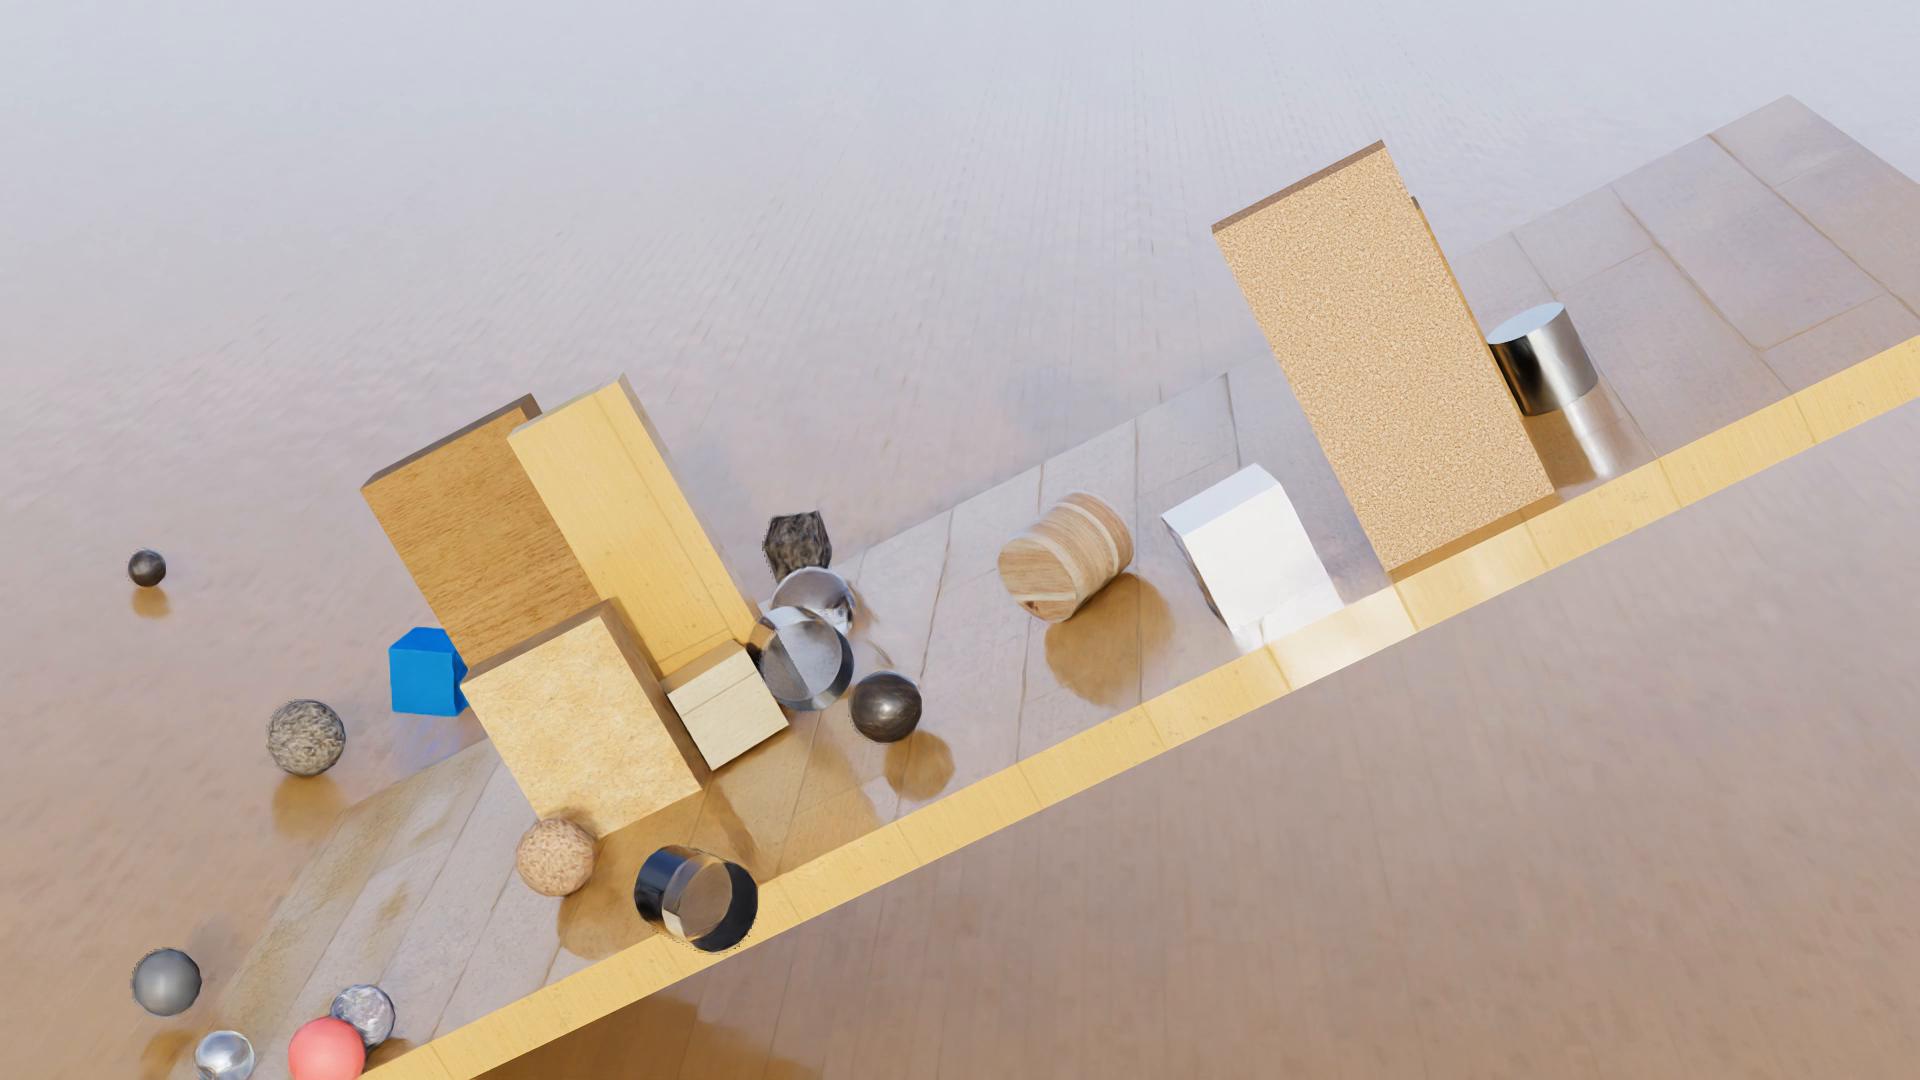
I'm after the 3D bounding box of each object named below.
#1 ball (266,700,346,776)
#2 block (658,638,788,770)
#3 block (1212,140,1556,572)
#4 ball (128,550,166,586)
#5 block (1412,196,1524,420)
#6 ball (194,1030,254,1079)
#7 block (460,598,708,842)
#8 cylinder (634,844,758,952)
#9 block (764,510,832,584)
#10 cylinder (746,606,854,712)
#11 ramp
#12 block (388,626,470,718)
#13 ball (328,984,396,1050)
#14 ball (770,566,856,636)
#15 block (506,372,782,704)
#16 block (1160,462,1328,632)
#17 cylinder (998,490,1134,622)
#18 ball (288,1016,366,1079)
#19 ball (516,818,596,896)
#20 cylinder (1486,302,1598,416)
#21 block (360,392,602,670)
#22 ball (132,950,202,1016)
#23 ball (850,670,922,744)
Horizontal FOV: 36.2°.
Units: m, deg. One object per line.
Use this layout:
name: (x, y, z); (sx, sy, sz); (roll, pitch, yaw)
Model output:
ball: (-1.786, 0.541, 8.036); (0.209, 0.209, 0.209); (0, 17, 0)
block: (-0.508, 0.349, 6.277); (0.189, 0.189, 0.189); (-31, 11, -9)
block: (0.745, -0.319, 5.175); (0.330, 0.689, 0.082); (-26, 14, 11)
ball: (-2.660, 0.092, 9.625); (0.123, 0.123, 0.123); (0, 17, 0)
block: (0.843, -0.381, 5.685); (0.310, 0.460, 0.129); (-26, 14, 11)
ball: (-1.473, 1.040, 5.888); (0.117, 0.117, 0.117); (0, 17, 0)
block: (-0.788, 0.395, 6.184); (0.340, 0.429, 0.117); (-26, 14, 11)
cylinder: (-0.476, 0.644, 5.304); (0.164, 0.164, 0.164); (-12, 13, -33)
block: (-0.396, 0.020, 7.213); (0.121, 0.121, 0.121); (-9, 33, 14)
cylinder: (-0.344, 0.253, 6.308); (0.196, 0.196, 0.196); (-4, 9, -14)
ramp: (0.141, 0.167, 6.281); (4.000, 0.100, 2.000); (-26, 14, 11)
block: (-1.528, 0.383, 8.569); (0.195, 0.195, 0.195); (4, 18, 13)
ball: (-1.152, 0.920, 5.665); (0.126, 0.126, 0.126); (0, 17, 0)
ball: (-0.332, 0.156, 6.639); (0.191, 0.191, 0.191); (0, 17, 0)
block: (-0.660, 0.049, 6.399); (0.276, 0.796, 0.082); (-26, 14, 11)
block: (0.525, 0.012, 5.443); (0.205, 0.205, 0.205); (-29, 14, -1)
cylinder: (0.216, 0.032, 5.989); (0.197, 0.197, 0.197); (14, 40, 38)
ball: (-1.191, 0.970, 5.531); (0.144, 0.144, 0.144); (0, 17, 0)
ball: (-0.816, 0.640, 5.934); (0.159, 0.159, 0.159); (0, 17, 0)
cylinder: (1.119, -0.347, 5.649); (0.160, 0.160, 0.160); (-27, 14, 7)
block: (-0.994, 0.110, 6.839); (0.429, 0.794, 0.130); (-26, 14, 11)
ball: (-1.779, 0.993, 6.597); (0.149, 0.149, 0.149); (0, 17, 0)
ball: (-0.145, 0.327, 5.768); (0.142, 0.142, 0.142); (0, 17, 0)
